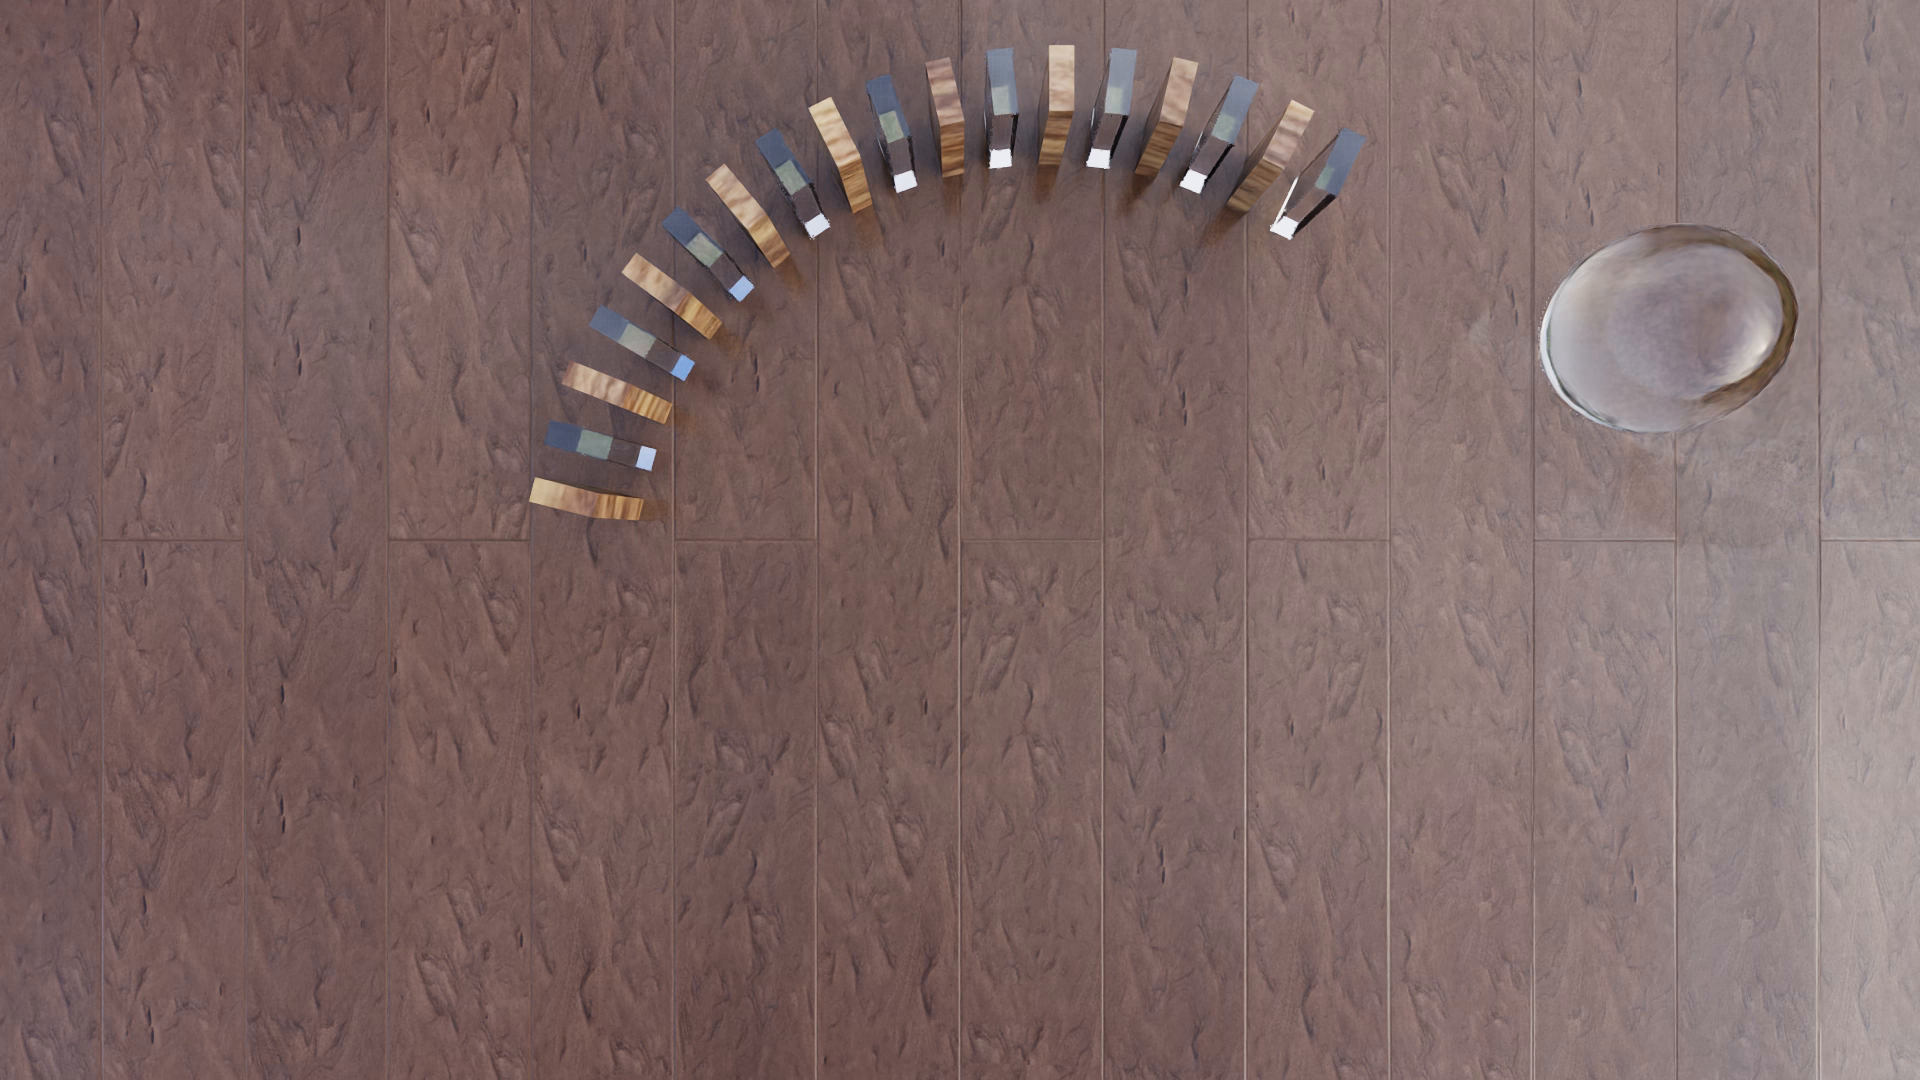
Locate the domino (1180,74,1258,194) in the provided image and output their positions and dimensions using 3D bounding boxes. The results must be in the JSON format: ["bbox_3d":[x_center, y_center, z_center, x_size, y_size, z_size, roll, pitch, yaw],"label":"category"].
[{"bbox_3d":[0.105,-0.165,0.375,0.010,0.050,0.025,22,90,0],"label":"domino"}]

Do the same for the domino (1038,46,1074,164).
[{"bbox_3d":[0.039,-0.177,0.375,0.010,0.050,0.025,0,90,0],"label":"domino"}]

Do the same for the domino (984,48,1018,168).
[{"bbox_3d":[0.016,-0.175,0.375,0.010,0.050,0.025,-7,90,0],"label":"domino"}]

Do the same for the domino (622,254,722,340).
[{"bbox_3d":[-0.116,-0.099,0.375,0.025,0.050,0.009,37,90,0],"label":"domino"}]

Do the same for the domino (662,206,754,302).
[{"bbox_3d":[-0.102,-0.116,0.375,0.025,0.050,0.009,43,90,0],"label":"domino"}]

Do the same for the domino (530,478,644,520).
[{"bbox_3d":[-0.151,-0.016,0.375,0.025,0.050,0.009,14,90,0],"label":"domino"}]

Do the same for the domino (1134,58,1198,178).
[{"bbox_3d":[0.084,-0.171,0.375,0.009,0.050,0.025,13,90,0],"label":"domino"}]

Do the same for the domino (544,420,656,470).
[{"bbox_3d":[-0.146,-0.038,0.375,0.025,0.050,0.009,15,90,0],"label":"domino"}]

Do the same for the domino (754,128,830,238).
[{"bbox_3d":[-0.068,-0.145,0.375,0.010,0.050,0.025,-33,90,0],"label":"domino"}]

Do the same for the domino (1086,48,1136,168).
[{"bbox_3d":[0.061,-0.175,0.375,0.010,0.050,0.025,7,90,0],"label":"domino"}]

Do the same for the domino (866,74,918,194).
[{"bbox_3d":[-0.027,-0.165,0.375,0.009,0.050,0.025,-20,90,0],"label":"domino"}]

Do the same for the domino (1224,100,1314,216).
[{"bbox_3d":[0.125,-0.155,0.375,0.009,0.050,0.025,27,90,0],"label":"domino"}]

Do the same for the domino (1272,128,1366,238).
[{"bbox_3d":[0.145,-0.144,0.375,0.009,0.050,0.025,26,90,0],"label":"domino"}]

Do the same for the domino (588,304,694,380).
[{"bbox_3d":[-0.129,-0.080,0.375,0.025,0.050,0.009,30,90,0],"label":"domino"}]

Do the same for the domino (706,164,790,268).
[{"bbox_3d":[-0.086,-0.131,0.375,0.009,0.050,0.025,-40,90,0],"label":"domino"}]

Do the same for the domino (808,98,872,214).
[{"bbox_3d":[-0.048,-0.156,0.375,0.010,0.050,0.025,-27,90,0],"label":"domino"}]

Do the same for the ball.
[{"bbox_3d":[0.275,-0.082,0.360,0.080,0.080,0.080,0,90,0],"label":"ball"}]

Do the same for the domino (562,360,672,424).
[{"bbox_3d":[-0.139,-0.060,0.375,0.025,0.050,0.010,22,90,0],"label":"domino"}]

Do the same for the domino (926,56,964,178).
[{"bbox_3d":[-0.006,-0.171,0.375,0.010,0.050,0.025,-13,90,0],"label":"domino"}]
